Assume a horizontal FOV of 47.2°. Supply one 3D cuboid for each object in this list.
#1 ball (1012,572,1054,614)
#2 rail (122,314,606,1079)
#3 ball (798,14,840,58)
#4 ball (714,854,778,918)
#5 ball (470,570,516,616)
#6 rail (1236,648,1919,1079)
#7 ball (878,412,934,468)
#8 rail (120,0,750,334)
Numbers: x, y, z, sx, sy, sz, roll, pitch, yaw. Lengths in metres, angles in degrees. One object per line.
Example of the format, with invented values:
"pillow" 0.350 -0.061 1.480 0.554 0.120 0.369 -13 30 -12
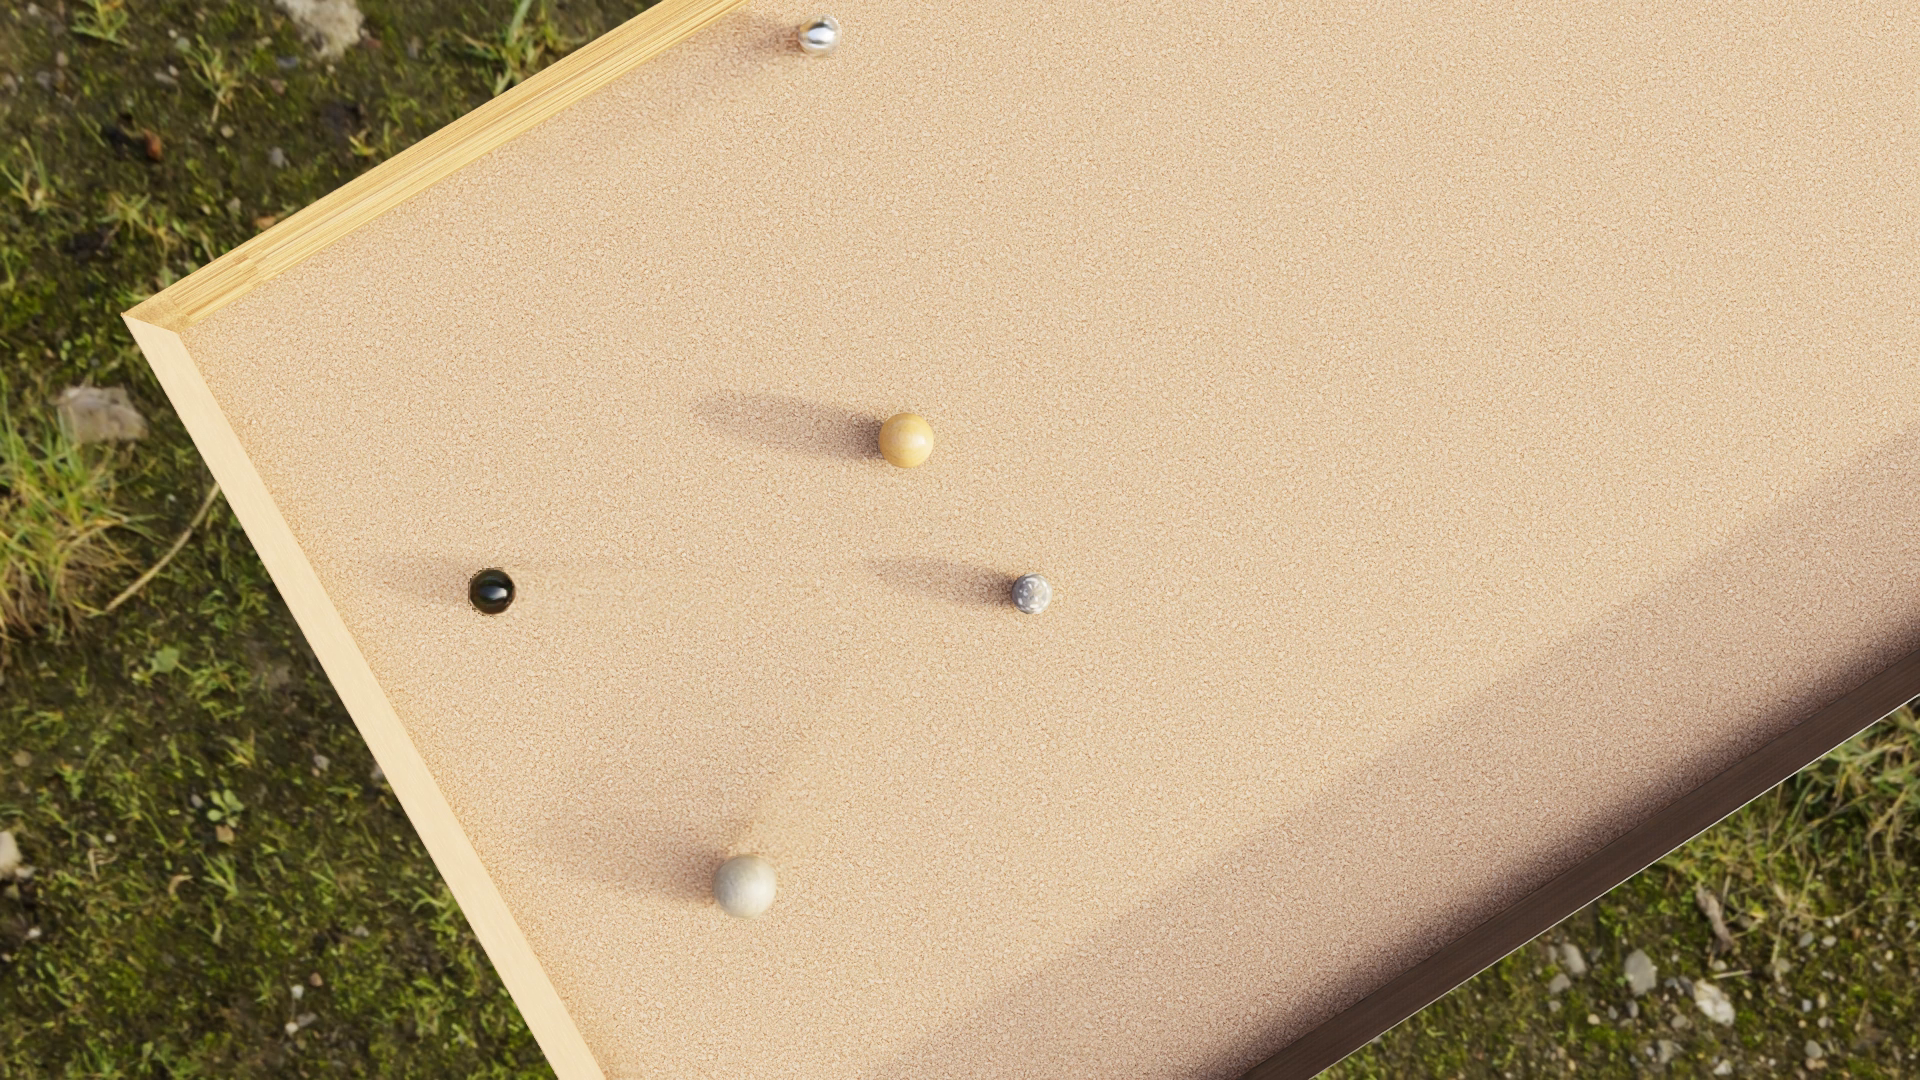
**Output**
"ball" 0.107 0.079 3.255 0.062 0.062 0.062 0 83 0
"rail" -0.733 0.440 3.178 0.045 0.119 1.832 -31 84 -4
"ball" -0.215 -0.771 3.366 0.064 0.064 0.064 0 83 0
"ball" -0.310 0.501 3.185 0.091 0.091 0.091 0 83 0
"ball" -0.691 0.077 3.252 0.068 0.068 0.068 0 83 0
"rail" 1.218 0.297 3.197 3.530 0.119 0.045 -31 84 -4
"ball" -0.080 -0.148 3.274 0.083 0.083 0.083 0 83 0
"rail" 0.289 -1.214 3.395 3.530 0.119 0.045 -31 84 -4
